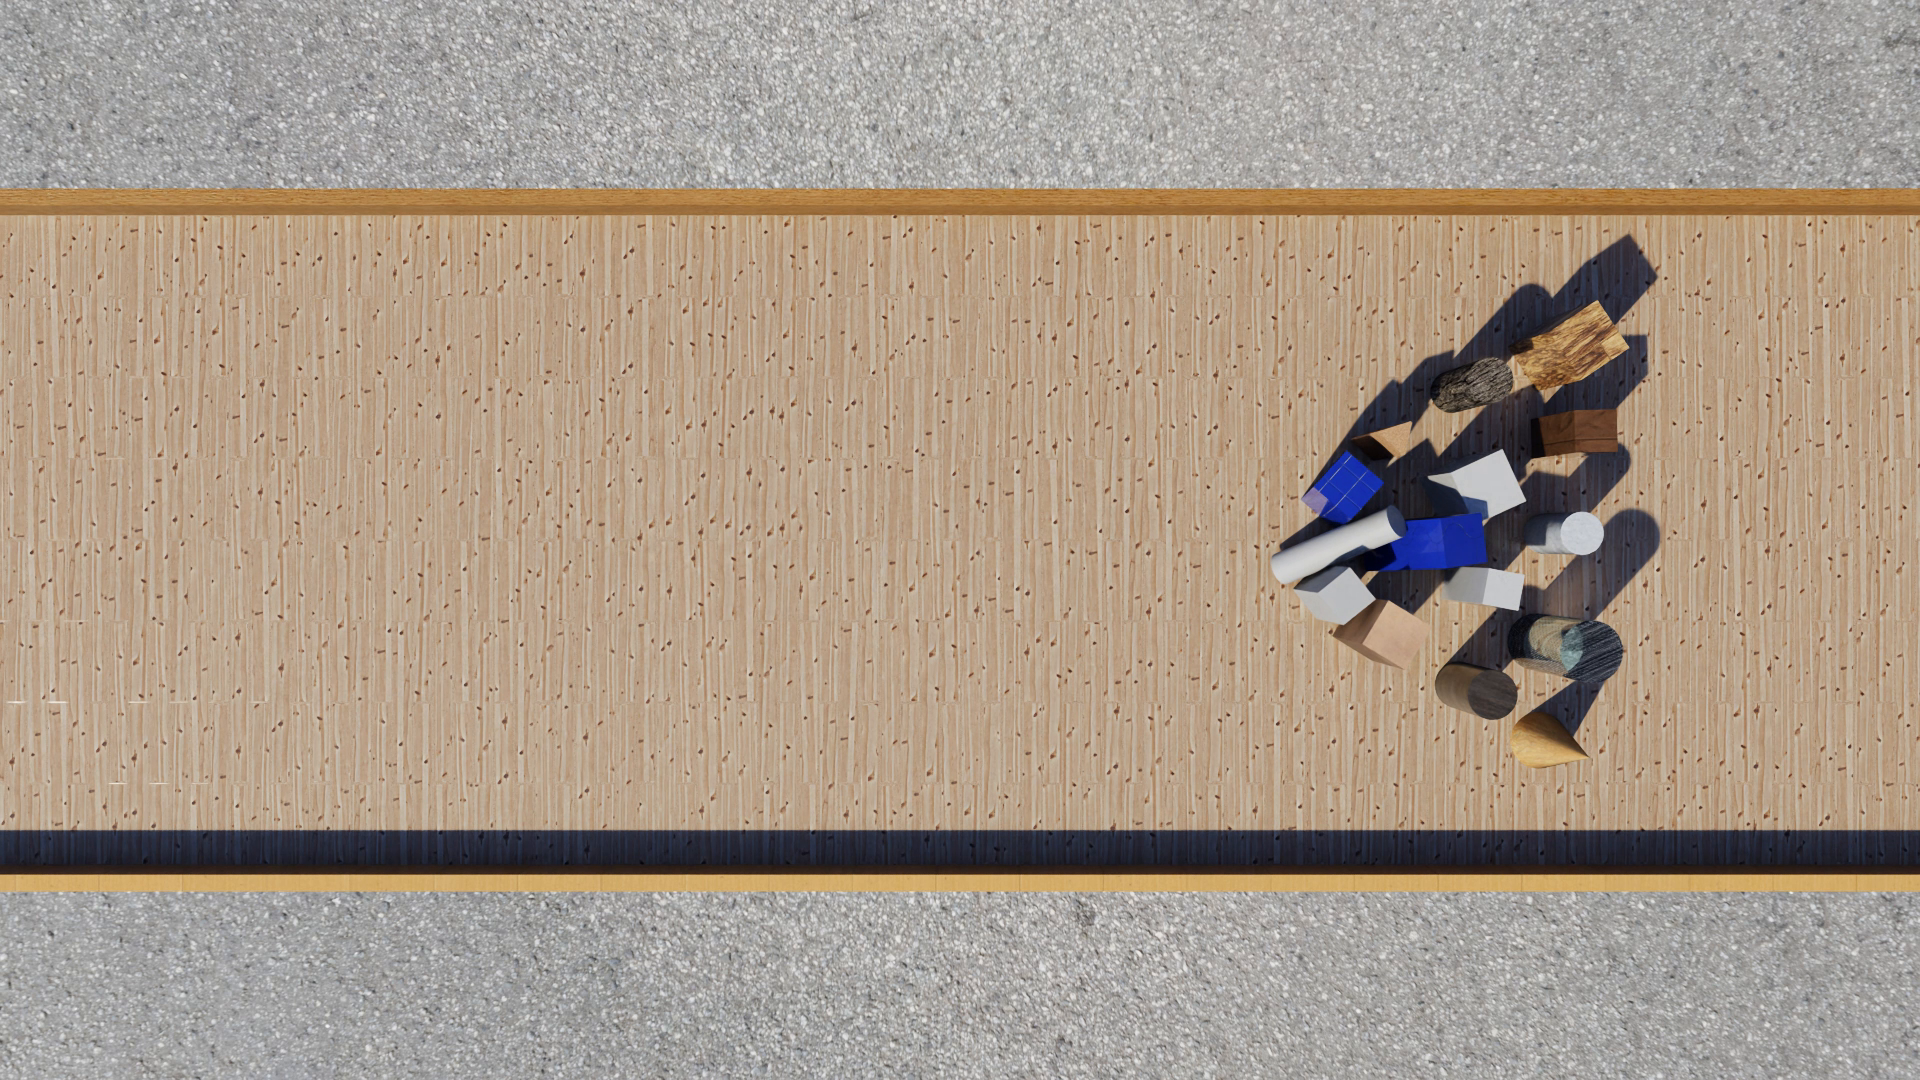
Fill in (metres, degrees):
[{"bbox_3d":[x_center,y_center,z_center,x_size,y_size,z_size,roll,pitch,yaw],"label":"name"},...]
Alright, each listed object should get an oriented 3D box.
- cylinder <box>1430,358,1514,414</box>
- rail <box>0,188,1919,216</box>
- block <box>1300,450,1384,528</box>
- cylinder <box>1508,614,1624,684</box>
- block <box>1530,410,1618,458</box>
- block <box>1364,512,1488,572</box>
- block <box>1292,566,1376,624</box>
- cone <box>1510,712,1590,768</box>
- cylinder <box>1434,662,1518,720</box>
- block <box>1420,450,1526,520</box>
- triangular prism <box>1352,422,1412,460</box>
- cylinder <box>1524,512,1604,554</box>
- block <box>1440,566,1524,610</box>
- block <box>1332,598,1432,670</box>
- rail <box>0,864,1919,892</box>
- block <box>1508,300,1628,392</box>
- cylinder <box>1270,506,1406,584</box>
[{"bbox_3d":[1.513,-0.456,4.889,0.130,0.375,0.130,0,90,0],"label":"cylinder"},{"bbox_3d":[-2.247,-1.025,5.002,12.000,0.150,0.050,0,90,0],"label":"rail"},{"bbox_3d":[1.132,-0.144,4.900,0.141,0.338,0.141,42,90,7],"label":"block"},{"bbox_3d":[1.772,0.314,4.851,0.176,0.450,0.176,0,90,0],"label":"cylinder"},{"bbox_3d":[1.819,-0.312,4.897,0.122,0.360,0.122,-1,90,0],"label":"block"},{"bbox_3d":[1.363,0.009,4.869,0.143,0.388,0.143,-8,90,-21],"label":"block"},{"bbox_3d":[1.107,0.160,4.898,0.118,0.358,0.118,-39,90,0],"label":"block"},{"bbox_3d":[1.782,0.616,4.871,0.174,0.411,0.174,0,90,0],"label":"cone"},{"bbox_3d":[1.533,0.446,4.912,0.145,0.329,0.145,0,90,0],"label":"cylinder"},{"bbox_3d":[1.524,-0.153,4.919,0.165,0.312,0.165,-25,90,-1],"label":"block"},{"bbox_3d":[1.267,-0.308,4.905,0.098,0.343,0.085,43,90,0],"label":"triangular prism"},{"bbox_3d":[1.797,-0.019,4.920,0.125,0.313,0.125,0,90,0],"label":"cylinder"},{"bbox_3d":[1.538,0.140,4.871,0.103,0.411,0.103,10,90,0],"label":"block"},{"bbox_3d":[1.243,0.271,4.881,0.145,0.391,0.145,31,90,0],"label":"block"},{"bbox_3d":[-2.247,1.025,5.001,12.000,0.150,0.050,0,90,0],"label":"rail"},{"bbox_3d":[1.799,-0.572,4.896,0.165,0.361,0.165,-34,90,0],"label":"block"},{"bbox_3d":[1.123,0.017,4.908,0.412,0.100,0.100,-27,90,39],"label":"cylinder"}]
